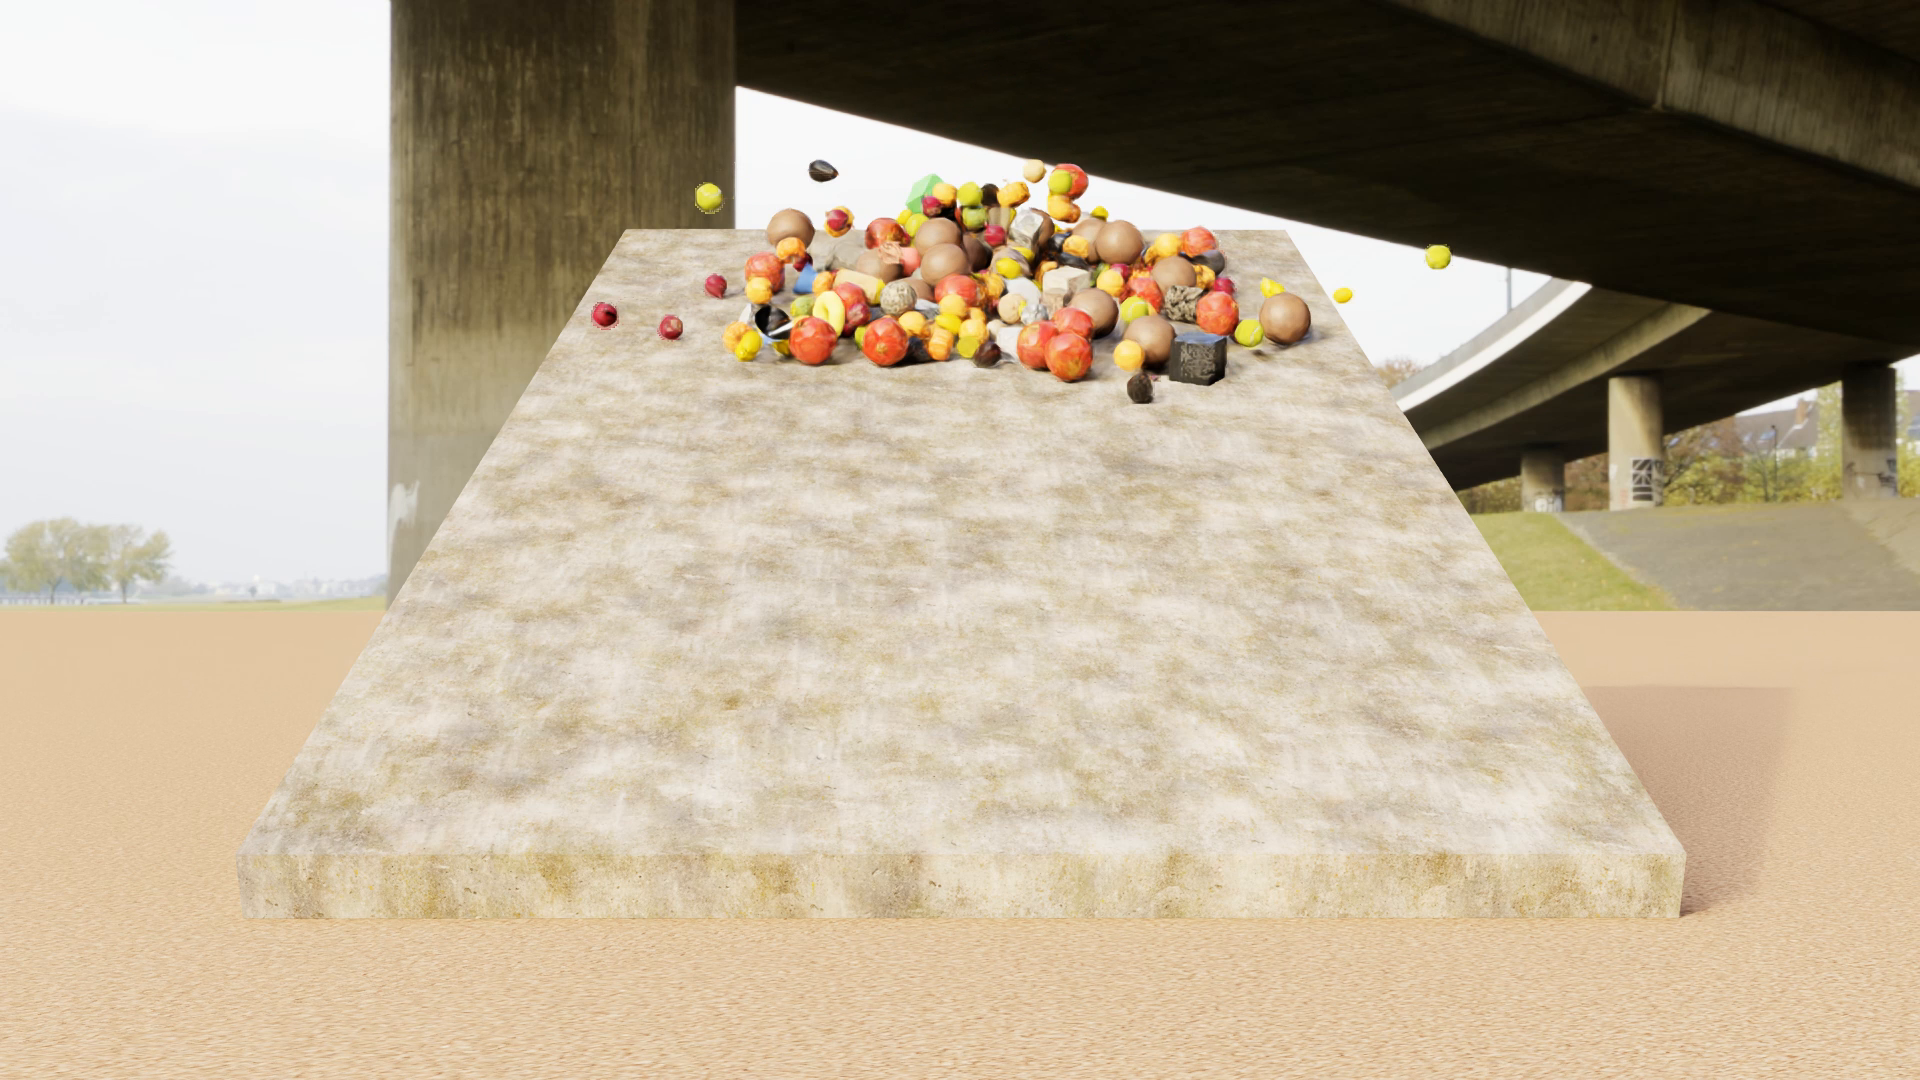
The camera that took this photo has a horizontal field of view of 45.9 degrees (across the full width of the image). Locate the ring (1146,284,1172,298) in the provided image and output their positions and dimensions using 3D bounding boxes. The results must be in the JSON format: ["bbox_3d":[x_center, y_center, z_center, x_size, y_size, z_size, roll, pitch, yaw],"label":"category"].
[{"bbox_3d":[0.540,-0.672,6.106,0.077,0.026,0.077,1,19,0],"label":"ring"}]

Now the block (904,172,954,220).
[{"bbox_3d":[-0.088,-0.996,6.606,0.089,0.089,0.089,38,-35,-25],"label":"block"}]

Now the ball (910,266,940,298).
[{"bbox_3d":[-0.092,-0.677,5.948,0.082,0.082,0.082,0,-2,0],"label":"ball"}]

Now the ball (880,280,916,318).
[{"bbox_3d":[-0.151,-0.589,5.543,0.091,0.091,0.091,0,-2,0],"label":"ball"}]

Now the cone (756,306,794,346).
[{"bbox_3d":[-0.465,-0.493,5.450,0.098,0.098,0.098,1,-30,-30],"label":"cone"}]

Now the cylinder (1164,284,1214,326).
[{"bbox_3d":[0.588,-0.604,5.824,0.092,0.092,0.092,15,7,35],"label":"cylinder"}]

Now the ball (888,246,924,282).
[{"bbox_3d":[-0.146,-0.743,6.108,0.095,0.095,0.095,0,-2,0],"label":"ball"}]

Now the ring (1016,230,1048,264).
[{"bbox_3d":[0.205,-0.842,6.435,0.038,0.115,0.115,4,-4,-39],"label":"ring"}]

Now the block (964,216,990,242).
[{"bbox_3d":[0.061,-0.894,6.539,0.061,0.061,0.061,-38,34,-20],"label":"block"}]

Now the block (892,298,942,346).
[{"bbox_3d":[-0.110,-0.542,5.656,0.090,0.090,0.090,-12,24,-31],"label":"block"}]

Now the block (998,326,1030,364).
[{"bbox_3d":[0.129,-0.473,5.496,0.070,0.070,0.070,2,20,6],"label":"block"}]

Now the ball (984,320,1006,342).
[{"bbox_3d":[0.089,-0.520,5.645,0.056,0.056,0.056,0,-2,0],"label":"ball"}]

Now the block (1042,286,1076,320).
[{"bbox_3d":[0.256,-0.617,5.898,0.064,0.064,0.064,12,23,29],"label":"block"}]

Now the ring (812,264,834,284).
[{"bbox_3d":[-0.376,-0.731,6.228,0.077,0.077,0.026,0,-44,-12],"label":"ring"}]

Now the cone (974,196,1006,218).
[{"bbox_3d":[0.075,-0.976,6.434,0.088,0.088,0.088,0,-29,15],"label":"cone"}]

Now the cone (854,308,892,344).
[{"bbox_3d":[-0.236,-0.522,5.670,0.096,0.096,0.096,1,-13,-41],"label":"cone"}]

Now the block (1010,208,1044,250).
[{"bbox_3d":[0.174,-0.812,5.918,0.065,0.065,0.065,27,-22,11],"label":"block"}]

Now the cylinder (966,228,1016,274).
[{"bbox_3d":[0.085,-0.813,6.324,0.099,0.099,0.099,-39,-16,18],"label":"cylinder"}]

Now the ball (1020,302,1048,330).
[{"bbox_3d":[0.180,-0.538,5.463,0.068,0.068,0.068,0,-2,0],"label":"ball"}]

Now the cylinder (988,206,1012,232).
[{"bbox_3d":[0.110,-0.875,6.184,0.060,0.060,0.060,4,2,0],"label":"cylinder"}]

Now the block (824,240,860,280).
[{"bbox_3d":[-0.323,-0.755,6.193,0.074,0.074,0.074,19,37,-14],"label":"block"}]

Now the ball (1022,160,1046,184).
[{"bbox_3d":[0.204,-1.014,6.238,0.066,0.066,0.066,0,-2,0],"label":"ball"}]

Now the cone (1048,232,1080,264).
[{"bbox_3d":[0.273,-0.842,6.396,0.097,0.097,0.097,-1,-16,29],"label":"cone"}]

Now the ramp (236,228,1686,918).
[{"bbox_3d":[-0.005,-0.208,5.020,2.000,0.100,4.000,0,20,0],"label":"ramp"}]

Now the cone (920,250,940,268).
[{"bbox_3d":[-0.095,-0.728,6.233,0.095,0.095,0.095,-8,-42,-7],"label":"cone"}]

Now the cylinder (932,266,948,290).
[{"bbox_3d":[-0.072,-0.697,6.084,0.060,0.060,0.060,1,-13,-28],"label":"cylinder"}]

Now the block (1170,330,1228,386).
[{"bbox_3d":[0.560,-0.427,5.331,0.099,0.099,0.099,11,23,28],"label":"block"}]

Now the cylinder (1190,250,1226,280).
[{"bbox_3d":[0.684,-0.761,6.279,0.075,0.075,0.075,-1,17,33],"label":"cylinder"}]

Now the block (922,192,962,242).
[{"bbox_3d":[-0.052,-0.909,6.386,0.091,0.091,0.091,-11,-42,7],"label":"block"}]

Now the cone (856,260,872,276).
[{"bbox_3d":[-0.272,-0.751,6.247,0.054,0.054,0.054,0,-36,3],"label":"cone"}]

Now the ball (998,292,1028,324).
[{"bbox_3d":[0.136,-0.594,5.814,0.079,0.079,0.079,0,-2,0],"label":"ball"}]

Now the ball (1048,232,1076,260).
[{"bbox_3d":[0.276,-0.802,6.178,0.075,0.075,0.075,0,-2,0],"label":"ball"}]

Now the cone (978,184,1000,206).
[{"bbox_3d":[0.067,-0.965,6.297,0.065,0.065,0.065,1,20,-27],"label":"cone"}]

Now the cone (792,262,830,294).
[{"bbox_3d":[-0.388,-0.686,6.114,0.096,0.096,0.096,27,-3,-3],"label":"cone"}]

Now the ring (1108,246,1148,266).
[{"bbox_3d":[0.479,-0.810,6.467,0.113,0.038,0.113,0,19,0],"label":"ring"}]

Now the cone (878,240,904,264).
[{"bbox_3d":[-0.172,-0.765,5.916,0.068,0.068,0.068,0,35,16],"label":"cone"}]

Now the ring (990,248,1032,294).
[{"bbox_3d":[0.136,-0.709,6.048,0.047,0.141,0.141,-20,12,-40],"label":"ring"}]

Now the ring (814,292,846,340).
[{"bbox_3d":[-0.322,-0.552,5.582,0.040,0.121,0.121,-5,1,-32],"label":"ring"}]

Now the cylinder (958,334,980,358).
[{"bbox_3d":[0.021,-0.469,5.488,0.054,0.054,0.054,0,7,1],"label":"cylinder"}]

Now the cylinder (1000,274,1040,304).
[{"bbox_3d":[0.157,-0.649,5.955,0.085,0.085,0.085,1,19,-18],"label":"cylinder"}]

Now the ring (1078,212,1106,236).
[{"bbox_3d":[0.387,-0.924,6.637,0.097,0.032,0.097,33,21,-15],"label":"ring"}]

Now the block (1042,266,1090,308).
[{"bbox_3d":[0.282,-0.663,5.983,0.088,0.088,0.088,-22,29,-38],"label":"block"}]
